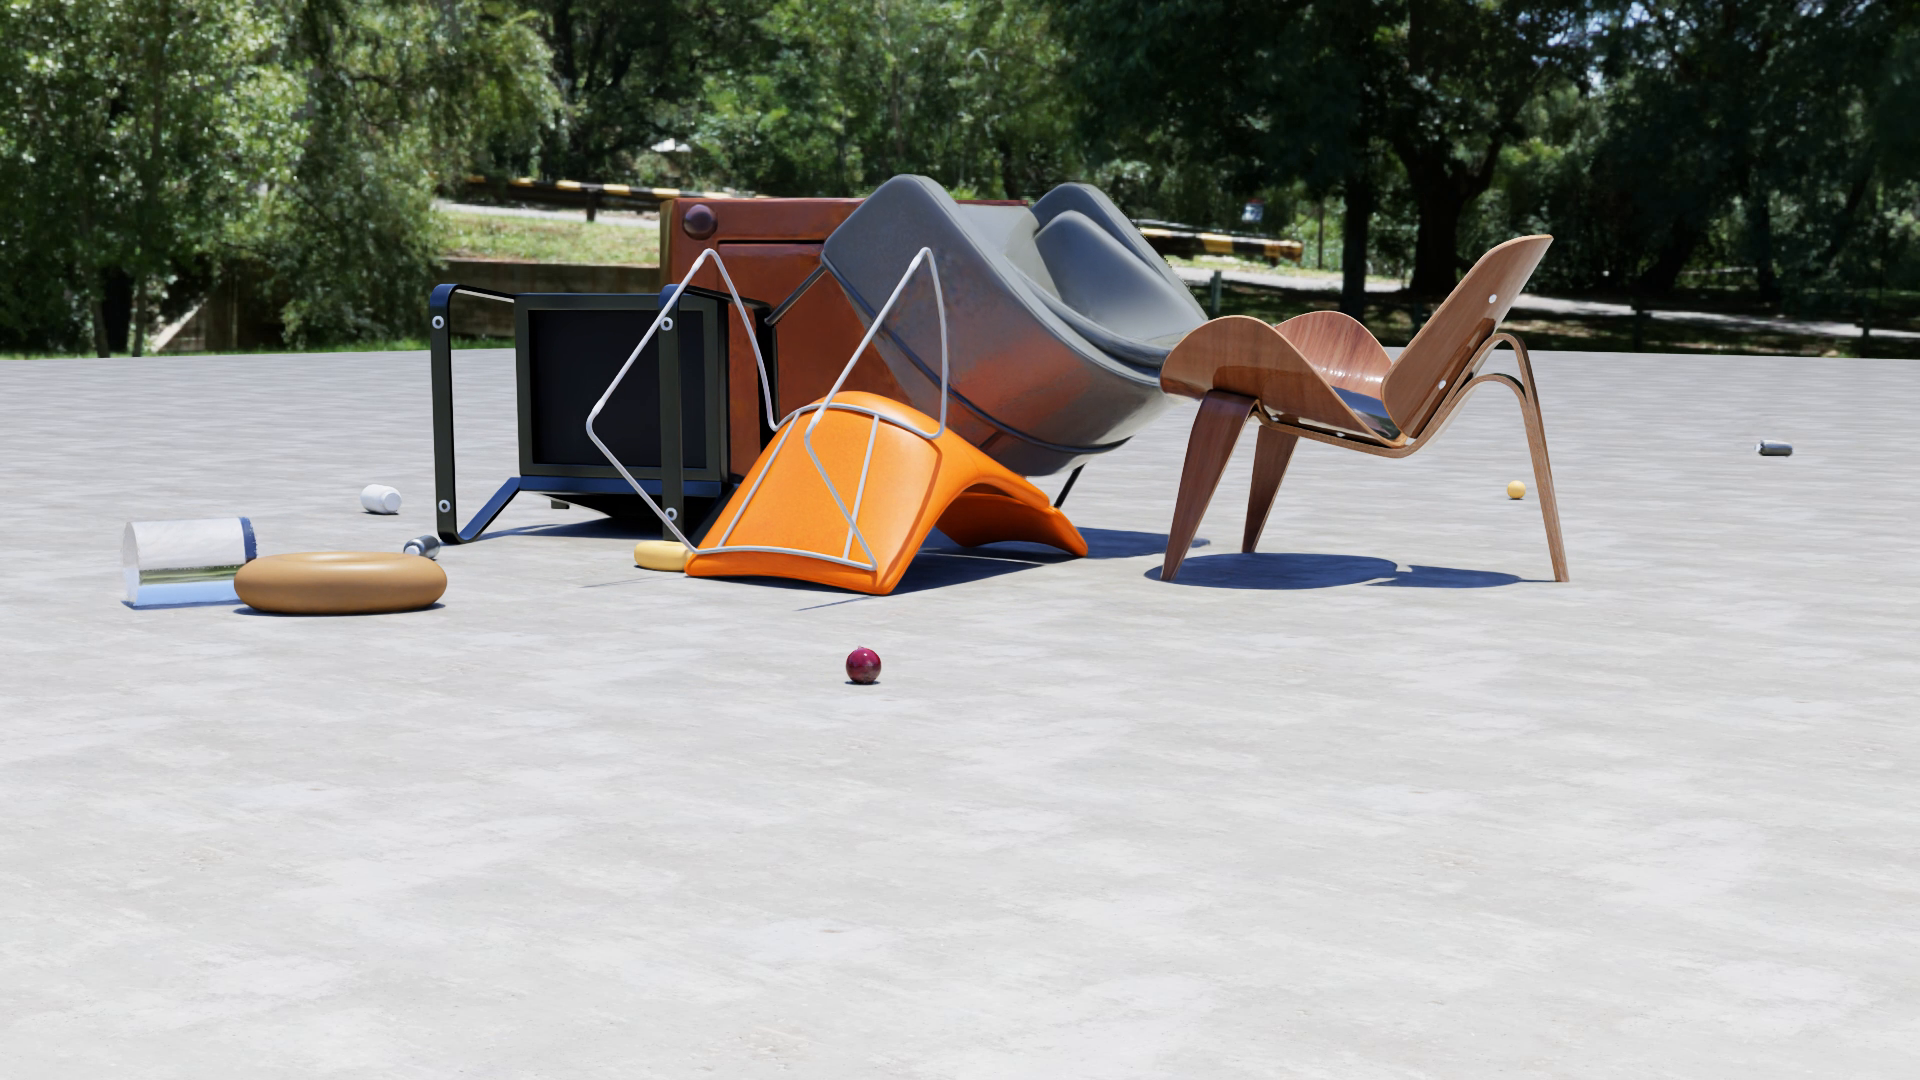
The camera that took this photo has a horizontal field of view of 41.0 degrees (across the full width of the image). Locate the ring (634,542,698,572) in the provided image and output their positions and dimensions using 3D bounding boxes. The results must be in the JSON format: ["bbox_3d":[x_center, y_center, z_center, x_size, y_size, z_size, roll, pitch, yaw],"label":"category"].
[{"bbox_3d":[-0.663,0.037,5.784,0.095,0.057,0.213,-8,9,-42],"label":"ring"}]

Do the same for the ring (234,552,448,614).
[{"bbox_3d":[-1.228,0.085,5.091,0.413,0.104,0.266,0,7,-11],"label":"ring"}]

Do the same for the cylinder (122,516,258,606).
[{"bbox_3d":[-1.556,0.042,5.183,0.230,0.169,0.178,-3,-6,-28],"label":"cylinder"}]

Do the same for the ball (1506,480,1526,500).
[{"bbox_3d":[1.644,-0.148,7.581,0.055,0.055,0.055,0,6,0],"label":"ball"}]
